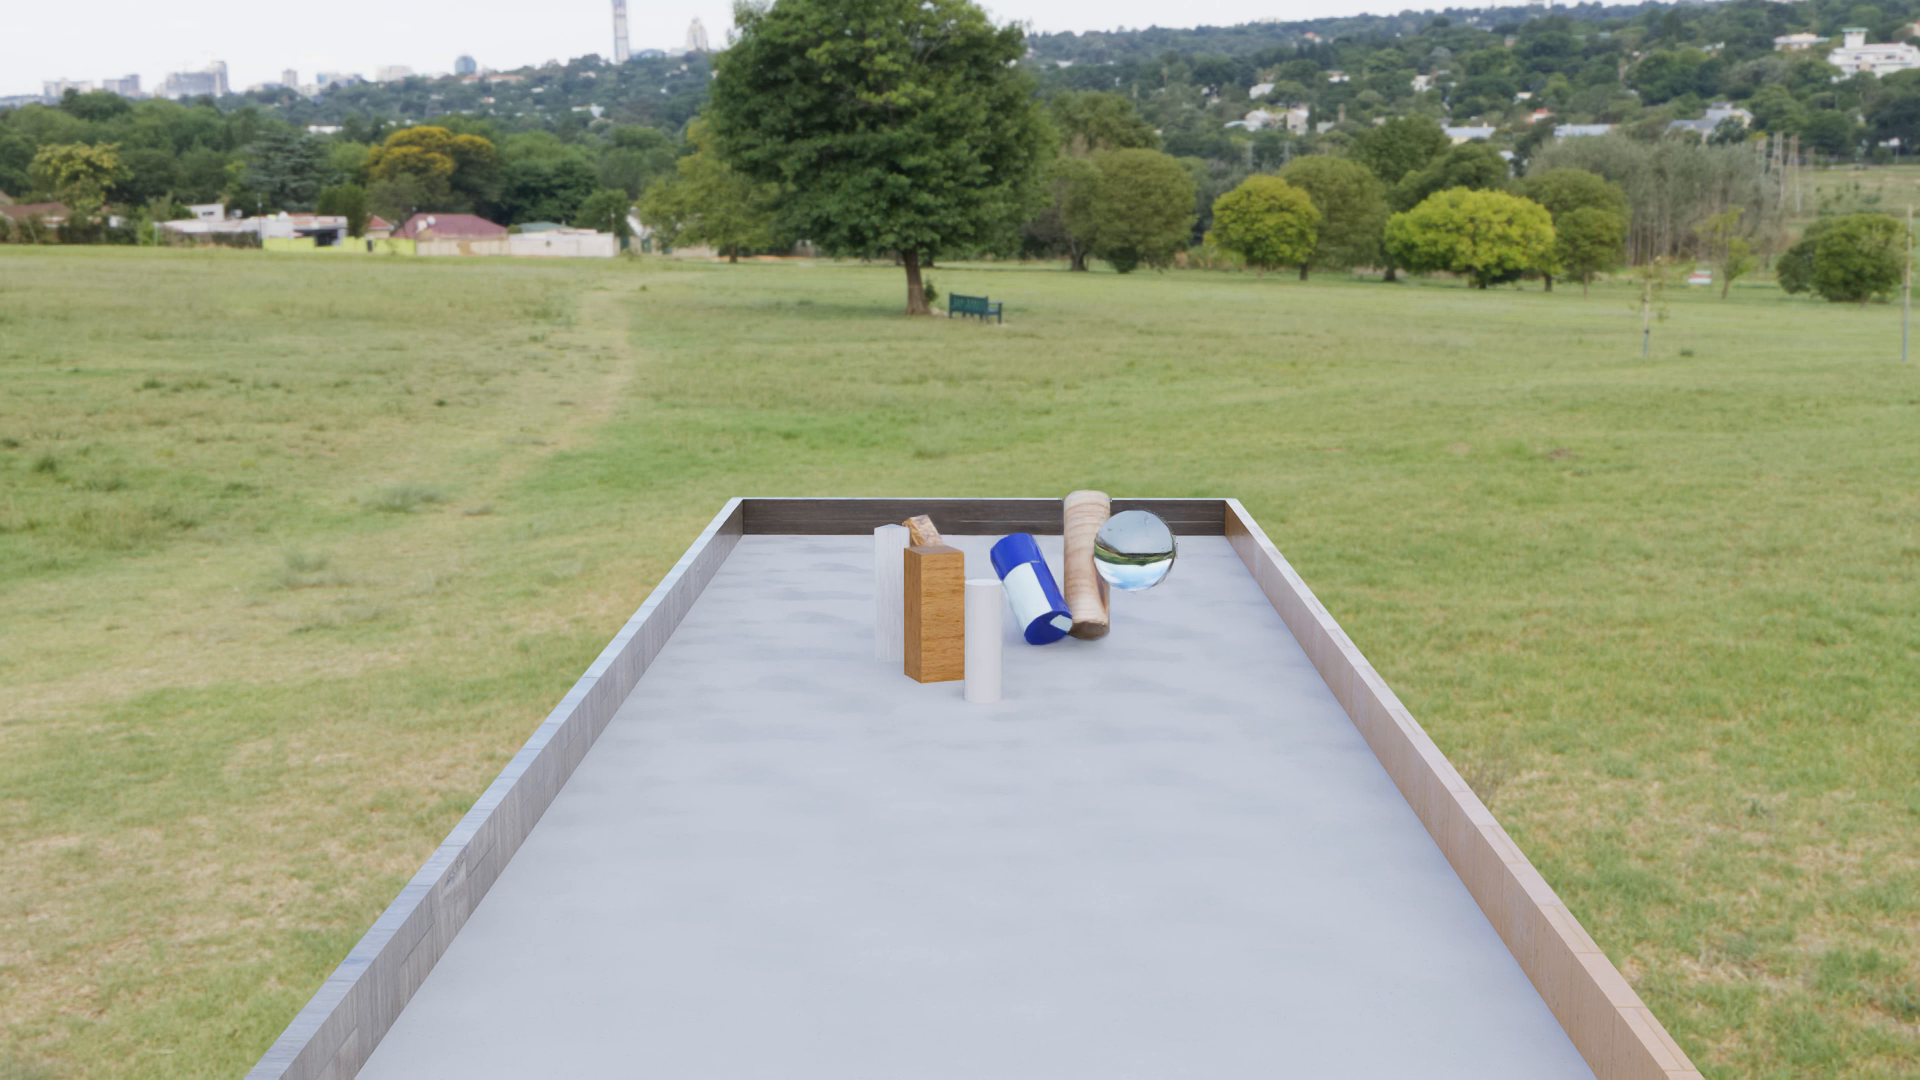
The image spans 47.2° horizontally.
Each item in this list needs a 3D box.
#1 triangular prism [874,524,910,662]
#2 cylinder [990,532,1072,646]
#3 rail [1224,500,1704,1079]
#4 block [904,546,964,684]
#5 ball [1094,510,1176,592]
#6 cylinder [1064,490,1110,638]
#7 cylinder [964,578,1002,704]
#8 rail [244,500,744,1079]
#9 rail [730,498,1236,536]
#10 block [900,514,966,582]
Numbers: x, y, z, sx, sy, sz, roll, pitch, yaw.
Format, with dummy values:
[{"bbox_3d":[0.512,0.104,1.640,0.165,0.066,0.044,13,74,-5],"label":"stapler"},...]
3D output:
[{"bbox_3d":[-0.206,0.160,6.694,0.104,0.409,0.090,0,9,-2],"label":"triangular prism"},{"bbox_3d":[0.223,0.154,6.965,0.161,0.161,0.337,-4,48,-24],"label":"cylinder"},{"bbox_3d":[1.046,0.843,3.208,0.050,0.150,12.000,0,9,1],"label":"rail"},{"bbox_3d":[-0.076,0.216,6.438,0.136,0.379,0.136,-4,10,-23],"label":"block"},{"bbox_3d":[0.548,0.034,6.906,0.259,0.259,0.259,0,9,0],"label":"ball"},{"bbox_3d":[0.405,0.077,7.046,0.147,0.456,0.147,1,-24,1],"label":"cylinder"},{"bbox_3d":[0.066,0.282,6.164,0.107,0.333,0.107,0,9,0],"label":"cylinder"},{"bbox_3d":[-1.004,0.839,3.234,0.050,0.150,12.000,0,9,1],"label":"rail"},{"bbox_3d":[0.099,-0.098,9.147,2.100,0.150,0.050,0,9,1],"label":"rail"},{"bbox_3d":[-0.069,0.139,6.768,0.130,0.422,0.130,-34,-7,22],"label":"block"}]
